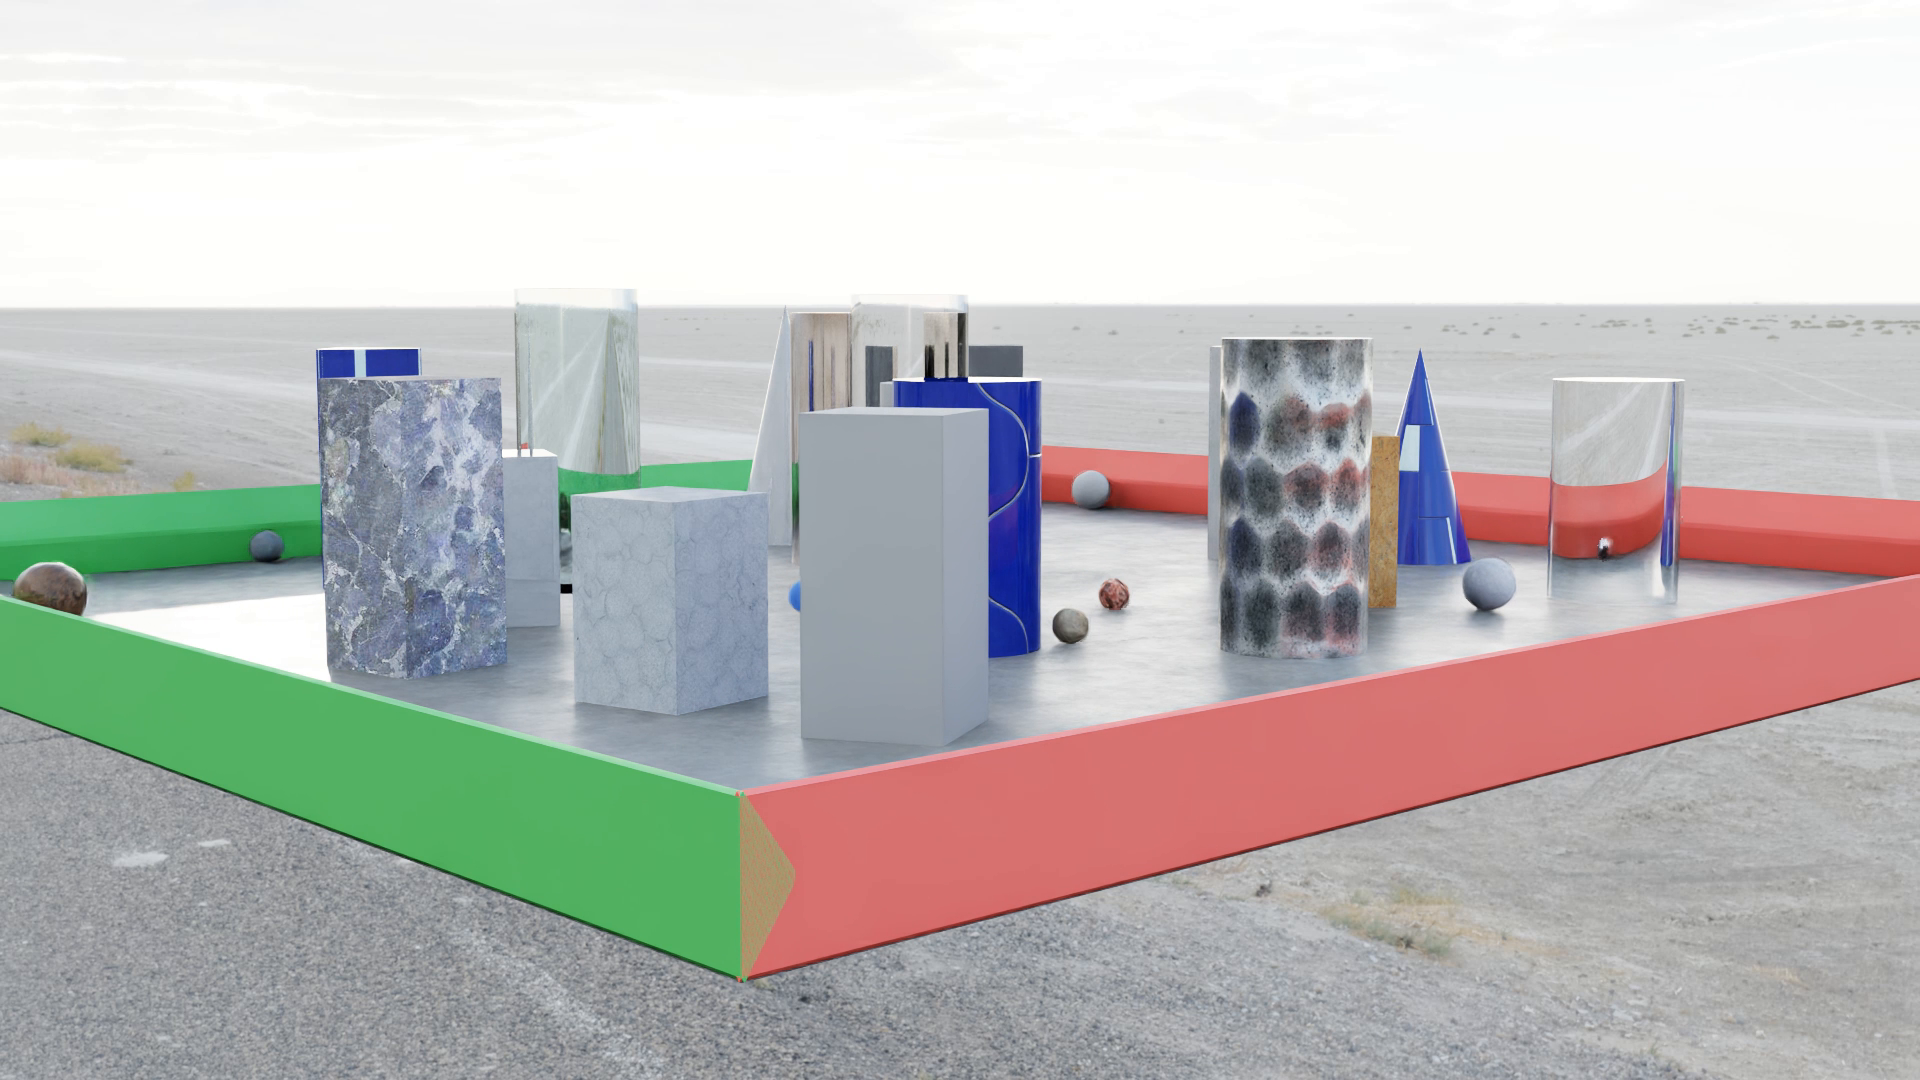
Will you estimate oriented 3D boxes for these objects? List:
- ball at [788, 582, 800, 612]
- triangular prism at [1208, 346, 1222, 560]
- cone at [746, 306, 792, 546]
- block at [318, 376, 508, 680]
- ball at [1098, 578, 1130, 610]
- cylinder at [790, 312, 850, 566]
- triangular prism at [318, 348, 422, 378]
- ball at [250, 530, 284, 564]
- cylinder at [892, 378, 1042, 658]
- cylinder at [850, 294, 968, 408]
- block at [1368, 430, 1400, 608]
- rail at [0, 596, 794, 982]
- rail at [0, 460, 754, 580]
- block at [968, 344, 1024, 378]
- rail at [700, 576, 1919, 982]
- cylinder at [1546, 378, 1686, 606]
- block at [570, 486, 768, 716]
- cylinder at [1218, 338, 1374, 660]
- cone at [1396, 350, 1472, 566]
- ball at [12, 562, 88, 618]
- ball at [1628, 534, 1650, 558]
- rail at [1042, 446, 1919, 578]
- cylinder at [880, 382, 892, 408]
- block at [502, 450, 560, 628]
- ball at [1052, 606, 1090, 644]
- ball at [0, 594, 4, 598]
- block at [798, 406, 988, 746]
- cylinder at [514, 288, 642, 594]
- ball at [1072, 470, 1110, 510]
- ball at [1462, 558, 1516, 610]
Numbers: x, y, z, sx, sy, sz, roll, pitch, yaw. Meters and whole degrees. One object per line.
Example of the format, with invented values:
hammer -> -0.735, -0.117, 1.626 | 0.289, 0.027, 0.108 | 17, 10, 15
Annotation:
ball -> -0.229, 0.083, 3.247 | 0.048, 0.048, 0.048 | 0, 6, 0
triangular prism -> 0.556, -0.154, 3.920 | 0.147, 0.380, 0.170 | -5, 8, -37
cone -> -0.336, -0.228, 4.251 | 0.196, 0.457, 0.196 | 0, 6, 0
block -> -0.683, -0.022, 2.750 | 0.157, 0.360, 0.157 | 5, 8, 37
ball -> 0.229, 0.081, 3.272 | 0.047, 0.047, 0.047 | 0, 6, 0
cylinder -> -0.200, -0.180, 3.876 | 0.196, 0.440, 0.196 | 0, 6, 0
triangular prism -> -0.988, -0.123, 3.606 | 0.170, 0.383, 0.147 | -4, 7, -35
ball -> -1.221, 0.012, 3.875 | 0.058, 0.058, 0.058 | 0, 6, 0
cylinder -> 0.009, -0.034, 2.899 | 0.196, 0.354, 0.196 | 0, 6, 0
cylinder -> -0.083, -0.172, 3.659 | 0.196, 0.470, 0.196 | 0, 6, 0
block -> 0.573, -0.034, 3.366 | 0.157, 0.257, 0.157 | 0, 6, -4
rail -> -1.003, 0.129, 2.412 | 0.045, 0.127, 2.582 | -5, 8, -42
rail -> -0.859, -0.064, 4.258 | 2.777, 0.127, 0.045 | -5, 8, -42
block -> 0.039, -0.175, 4.122 | 0.157, 0.379, 0.157 | 0, 6, 1
rail -> 0.859, 0.130, 2.406 | 2.777, 0.127, 0.045 | -5, 8, -42
cylinder -> 1.012, -0.079, 3.400 | 0.196, 0.338, 0.196 | 0, 6, 0
block -> -0.331, 0.065, 2.521 | 0.157, 0.236, 0.157 | 4, 7, 35
cylinder -> 0.439, -0.060, 2.887 | 0.196, 0.408, 0.196 | 0, 6, 0
cone -> 0.818, -0.155, 3.927 | 0.196, 0.379, 0.196 | 0, 6, 0
ball -> -1.262, 0.079, 3.049 | 0.098, 0.098, 0.098 | 0, 6, 0
ball -> 1.227, 0.010, 3.973 | 0.041, 0.041, 0.041 | 0, 6, 0
rail -> 1.003, -0.063, 4.252 | 0.045, 0.127, 2.582 | -5, 8, -42
cylinder -> -0.020, -0.063, 3.251 | 0.196, 0.338, 0.196 | 0, 6, 0
block -> -0.665, -0.004, 3.156 | 0.157, 0.240, 0.157 | -2, 6, -18
ball -> 0.148, 0.114, 2.943 | 0.050, 0.050, 0.050 | 0, 6, 0
ball -> -1.242, 0.107, 2.773 | 0.098, 0.098, 0.098 | 0, 6, 0
block -> -0.068, 0.033, 2.332 | 0.157, 0.339, 0.157 | 2, 6, 18
cylinder -> -0.613, -0.163, 3.533 | 0.196, 0.478, 0.196 | 0, 6, 0
ball -> 0.294, -0.112, 4.928 | 0.086, 0.086, 0.086 | 0, 6, 0
ball -> 0.786, 0.066, 3.269 | 0.078, 0.078, 0.078 | 0, 6, 0
